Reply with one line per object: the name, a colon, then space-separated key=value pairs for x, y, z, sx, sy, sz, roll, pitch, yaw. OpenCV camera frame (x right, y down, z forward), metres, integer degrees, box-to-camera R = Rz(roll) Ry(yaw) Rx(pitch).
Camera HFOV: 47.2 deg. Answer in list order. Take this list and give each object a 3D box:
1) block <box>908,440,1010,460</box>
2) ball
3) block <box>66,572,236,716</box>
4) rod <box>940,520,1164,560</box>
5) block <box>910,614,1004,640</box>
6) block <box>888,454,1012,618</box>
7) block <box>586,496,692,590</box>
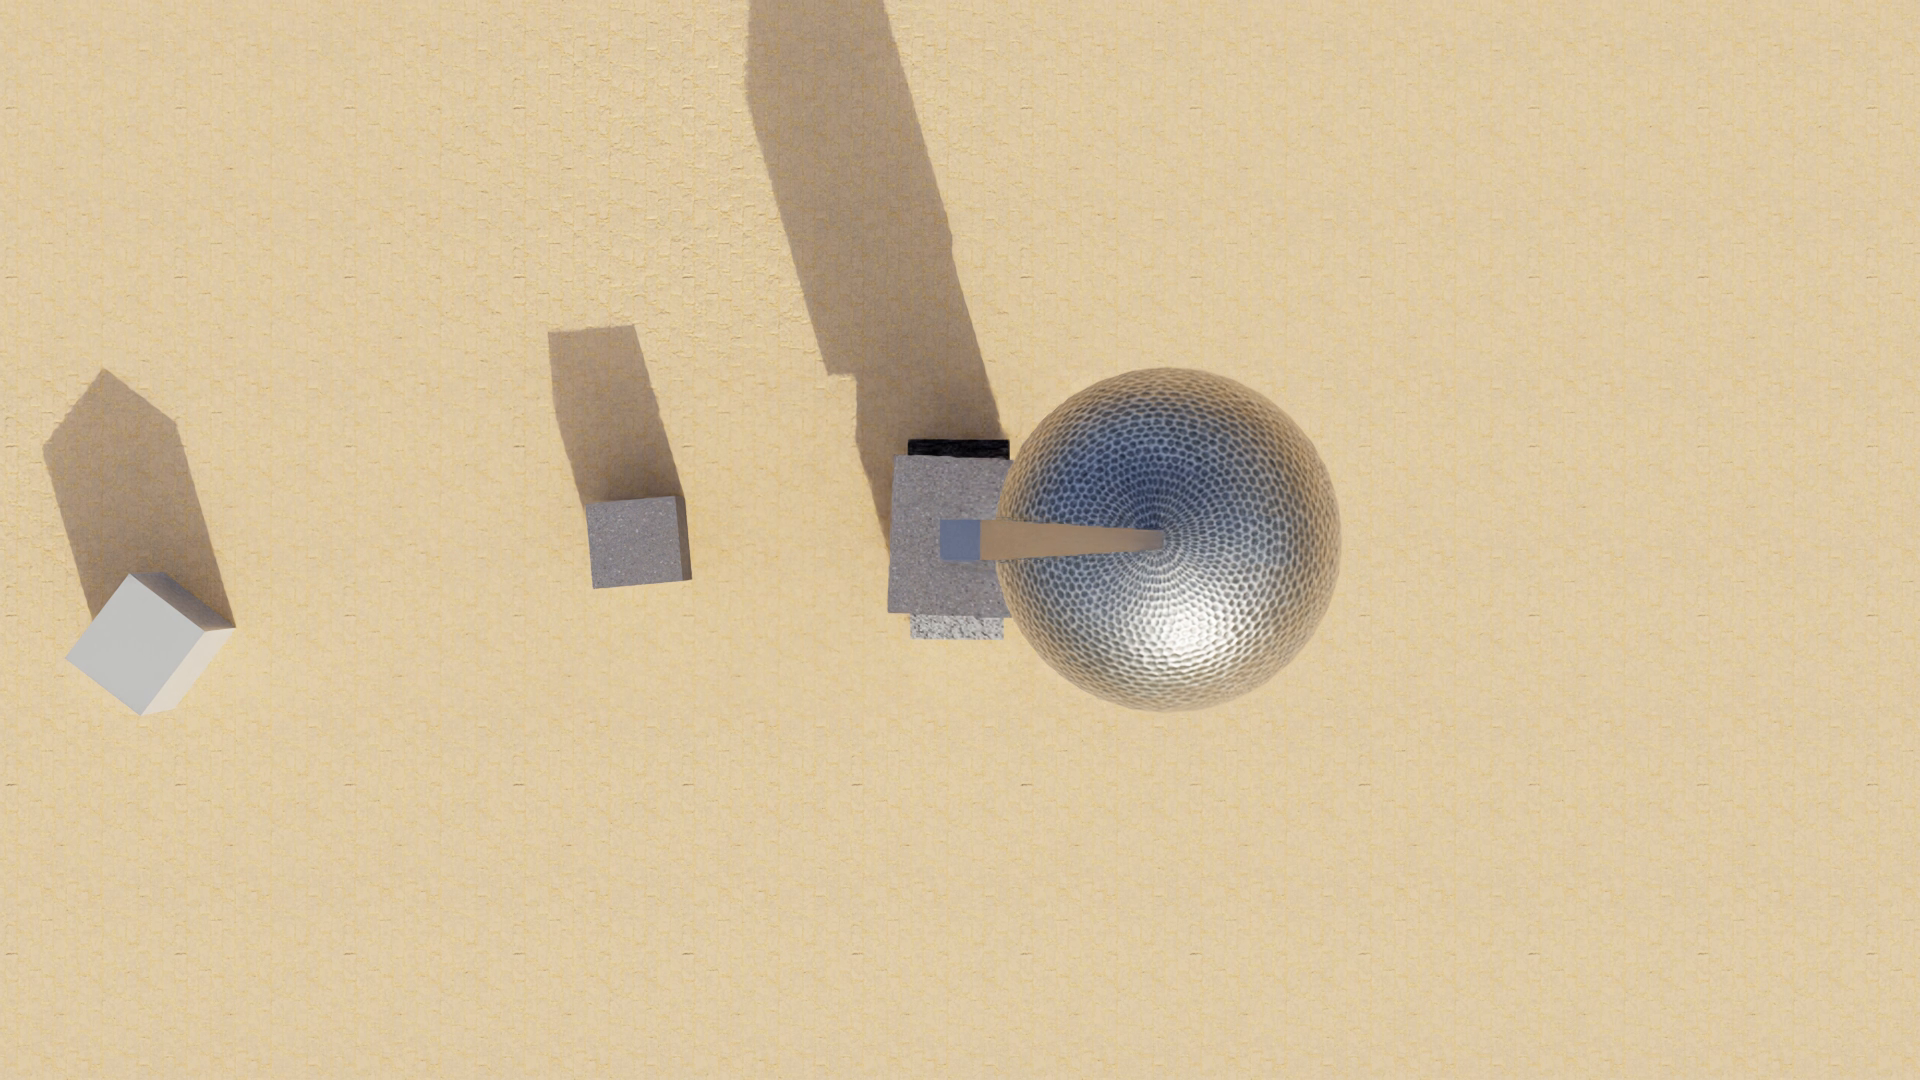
block: x=-0.007 y=-0.275 z=12.695 sx=0.573 sy=0.610 sz=0.585 roll=0 pitch=90 yaw=0
ball: x=0.954 y=0.000 z=10.149 sx=1.600 sy=1.600 sz=1.600 roll=0 pitch=90 yaw=0
block: x=-4.675 y=0.594 z=12.729 sx=0.541 sy=0.542 sz=0.603 roll=37 pitch=90 yaw=0
rod: x=0.413 y=0.000 z=6.792 sx=0.080 sy=5.200 sz=0.080 roll=0 pitch=90 yaw=9
block: x=-0.016 y=0.297 z=12.747 sx=0.532 sy=0.506 sz=0.535 roll=0 pitch=90 yaw=0
block: x=-0.013 y=-0.019 z=12.023 sx=0.712 sy=0.734 sz=0.842 roll=2 pitch=90 yaw=0
block: x=-1.860 y=0.014 z=12.771 sx=0.514 sy=0.457 sz=0.489 roll=-5 pitch=90 yaw=0
